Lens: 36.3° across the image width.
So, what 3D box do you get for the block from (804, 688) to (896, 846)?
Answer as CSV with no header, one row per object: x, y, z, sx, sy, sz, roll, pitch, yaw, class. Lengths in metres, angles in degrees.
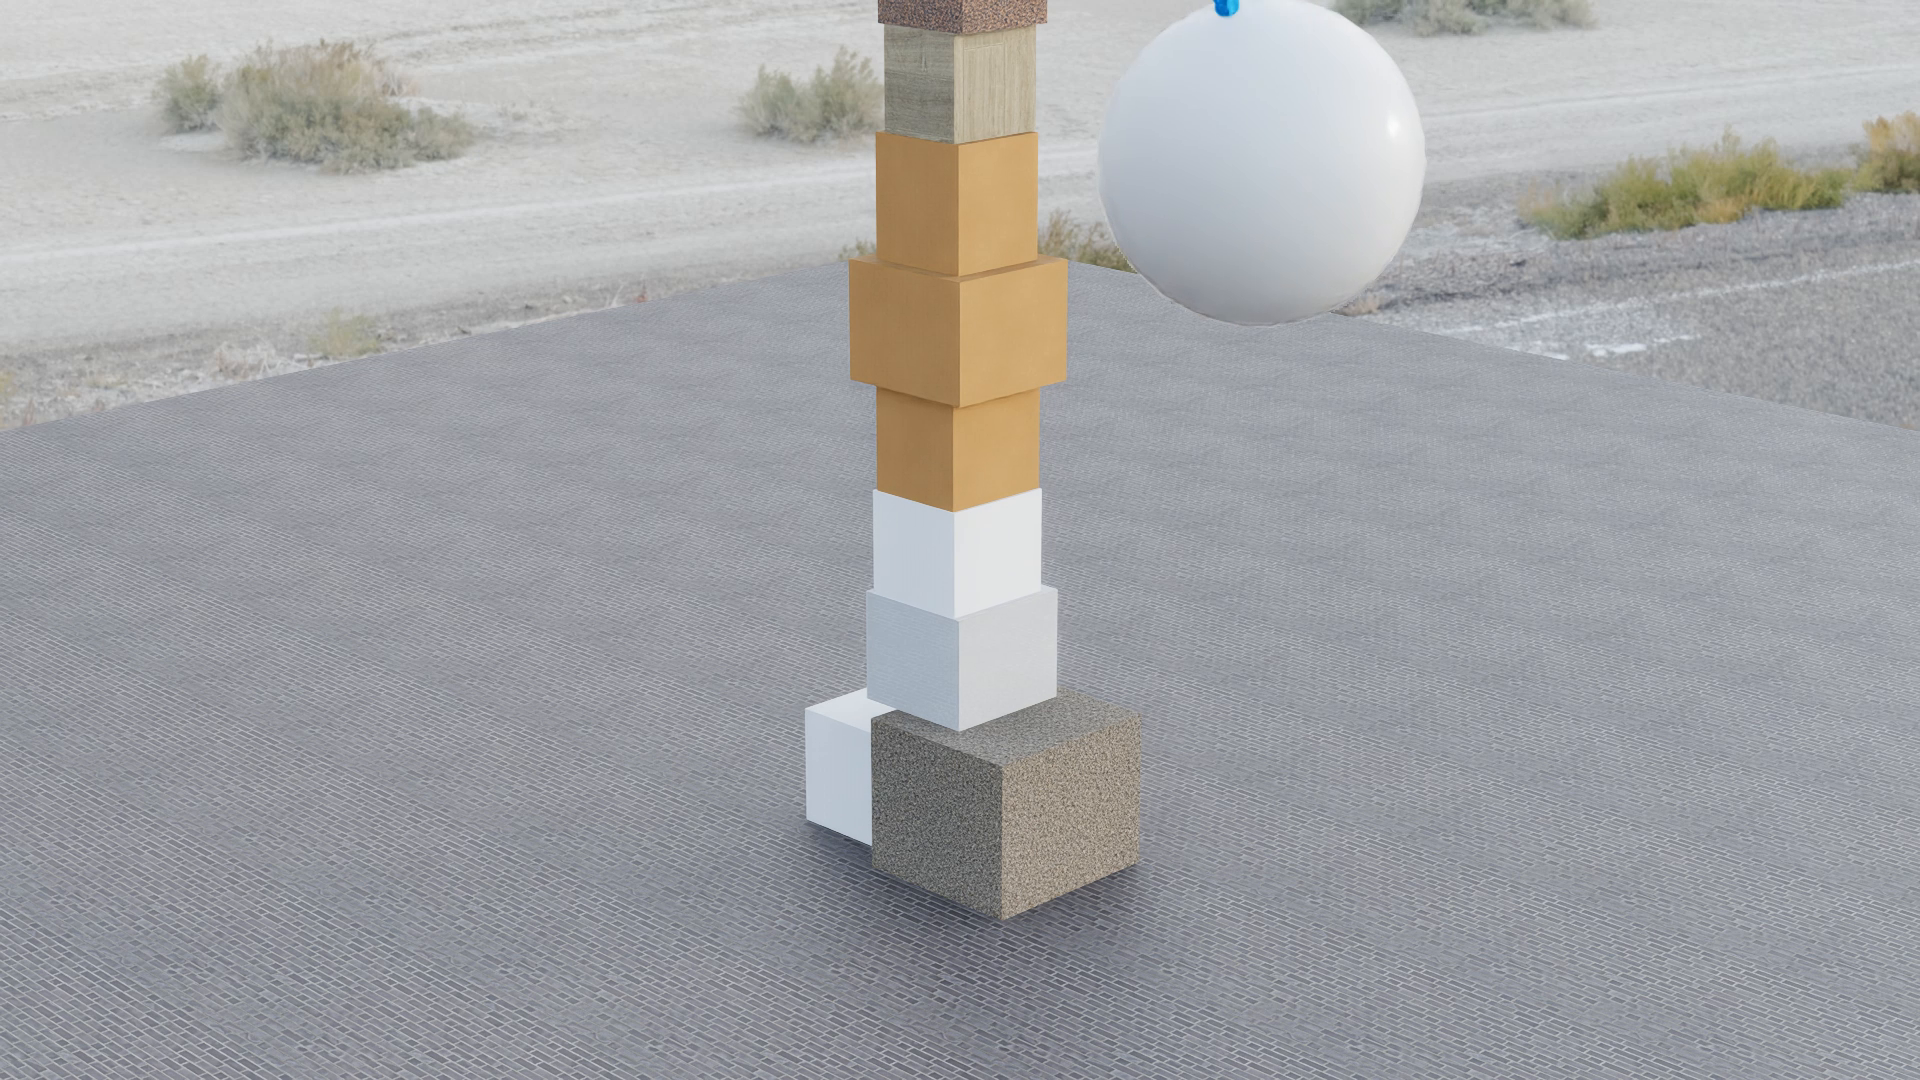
-0.301,1.071,13.989,0.609,0.568,0.622,-17,24,-42,block

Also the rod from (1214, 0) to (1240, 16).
0.636,-4.638,12.550,0.080,5.200,0.080,17,44,42,rod

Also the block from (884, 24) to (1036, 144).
0.001,-2.005,12.713,0.501,0.468,0.428,-17,24,-42,block

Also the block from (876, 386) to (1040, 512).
-0.008,-0.473,13.184,0.548,0.509,0.487,-17,24,-42,block

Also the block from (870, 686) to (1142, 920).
0.211,1.152,13.457,0.911,0.734,0.834,-17,24,-42,block

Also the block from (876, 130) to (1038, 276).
-0.014,-1.508,12.853,0.490,0.564,0.513,-17,24,-42,block

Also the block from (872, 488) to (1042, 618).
-0.012,0.003,13.330,0.557,0.487,0.522,-17,24,-42,block

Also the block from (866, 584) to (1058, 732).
0.008,0.479,13.501,0.638,0.524,0.602,-17,24,-42,block

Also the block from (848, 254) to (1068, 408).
-0.008,-0.979,13.026,0.672,0.550,0.695,-17,24,-42,block

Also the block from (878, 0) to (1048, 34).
0.011,-2.469,12.577,0.516,0.501,0.518,-17,24,-42,block

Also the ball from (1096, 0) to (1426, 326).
1.467,-1.843,14.300,1.600,1.600,1.600,0,17,0,ball
